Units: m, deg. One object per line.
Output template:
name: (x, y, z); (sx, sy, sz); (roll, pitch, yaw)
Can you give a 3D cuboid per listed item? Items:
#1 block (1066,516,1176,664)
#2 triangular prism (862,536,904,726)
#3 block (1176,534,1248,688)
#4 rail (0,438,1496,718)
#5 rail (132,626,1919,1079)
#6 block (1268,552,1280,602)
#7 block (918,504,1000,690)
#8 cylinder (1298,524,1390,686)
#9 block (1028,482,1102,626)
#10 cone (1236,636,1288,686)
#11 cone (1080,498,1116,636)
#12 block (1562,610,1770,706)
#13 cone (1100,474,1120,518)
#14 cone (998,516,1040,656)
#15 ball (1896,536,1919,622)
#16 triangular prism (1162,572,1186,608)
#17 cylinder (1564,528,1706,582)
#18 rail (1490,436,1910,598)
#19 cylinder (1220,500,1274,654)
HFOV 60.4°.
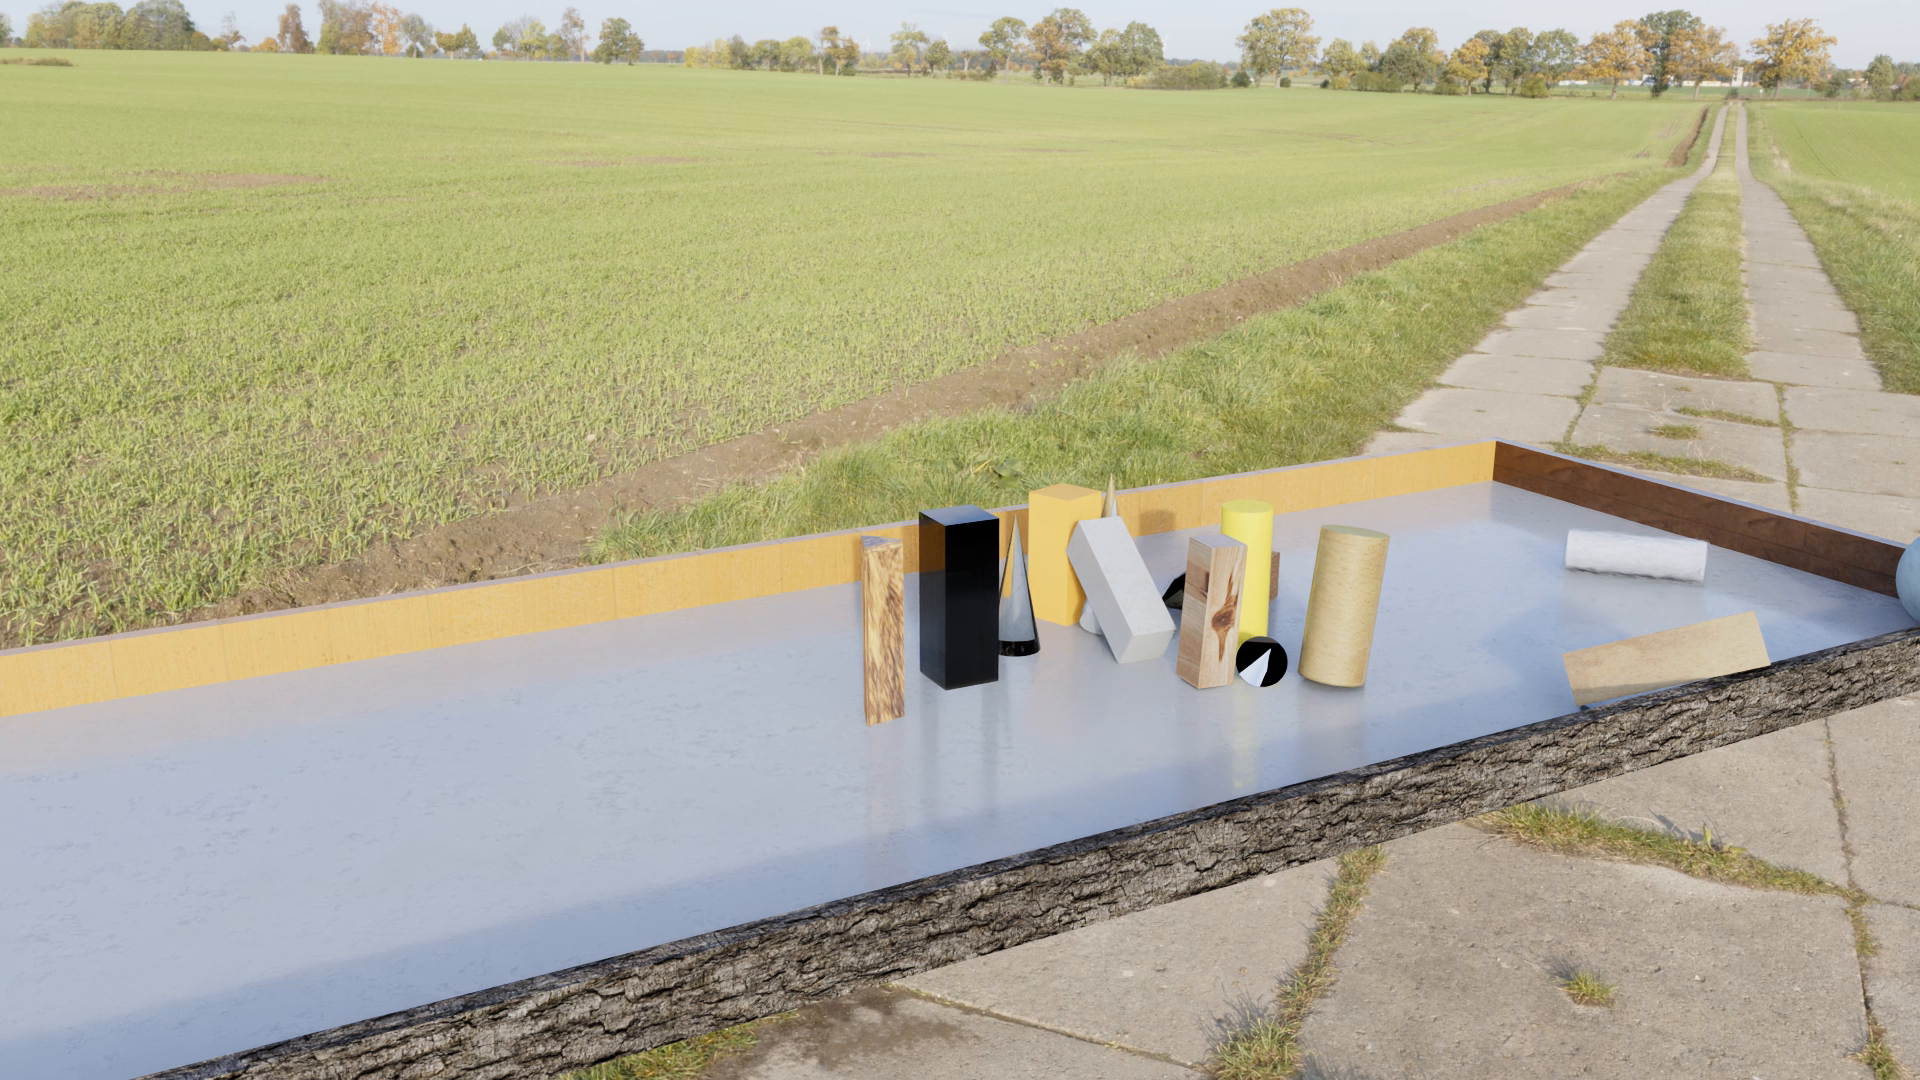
block: (0.420, 0.129, 4.345); (0.126, 0.126, 0.384); (-7, 53, -22)
triangular prism: (-0.201, 0.208, 3.874); (0.105, 0.436, 0.091); (-12, 20, -36)
block: (0.625, 0.177, 4.098); (0.103, 0.363, 0.103); (-4, 18, -24)
rail: (-3.305, 0.497, 3.399); (12.000, 0.150, 0.050); (-9, 18, -27)
rail: (-2.336, 1.006, 1.665); (12.000, 0.150, 0.050); (-9, 18, -27)
block: (0.776, 0.134, 4.665); (0.132, 0.132, 0.361); (9, 19, 29)
block: (-0.003, 0.141, 4.120); (0.148, 0.425, 0.148); (-8, 18, -26)
cylinder: (0.953, 0.161, 4.099); (0.169, 0.374, 0.169); (7, 9, -1)
block: (0.290, 0.039, 4.590); (0.141, 0.357, 0.141); (15, 22, 41)
cone: (0.798, 0.288, 4.263); (0.128, 0.128, 0.336); (5, 6, 16)
cone: (0.411, 0.051, 4.537); (0.126, 0.126, 0.415); (3, 56, 9)
block: (1.653, 0.278, 3.869); (0.426, 0.127, 0.127); (-16, -9, 24)
cone: (0.440, -0.030, 4.840); (0.149, 0.348, 0.149); (0, 16, 0)
cone: (0.144, 0.108, 4.330); (0.140, 0.371, 0.140); (0, 16, 0)
ball: (2.698, 0.107, 4.446); (0.306, 0.306, 0.306); (0, 16, 0)
triangular prism: (0.705, 0.102, 4.844); (0.102, 0.088, 0.398); (8, 18, 28)
cylinder: (2.038, 0.046, 4.981); (0.386, 0.123, 0.123); (6, 18, 21)
rail: (2.466, -0.048, 5.253); (0.050, 0.150, 2.100); (-9, 18, -27)
cylinder: (0.746, 0.100, 4.324); (0.133, 0.390, 0.133); (0, 16, 0)
